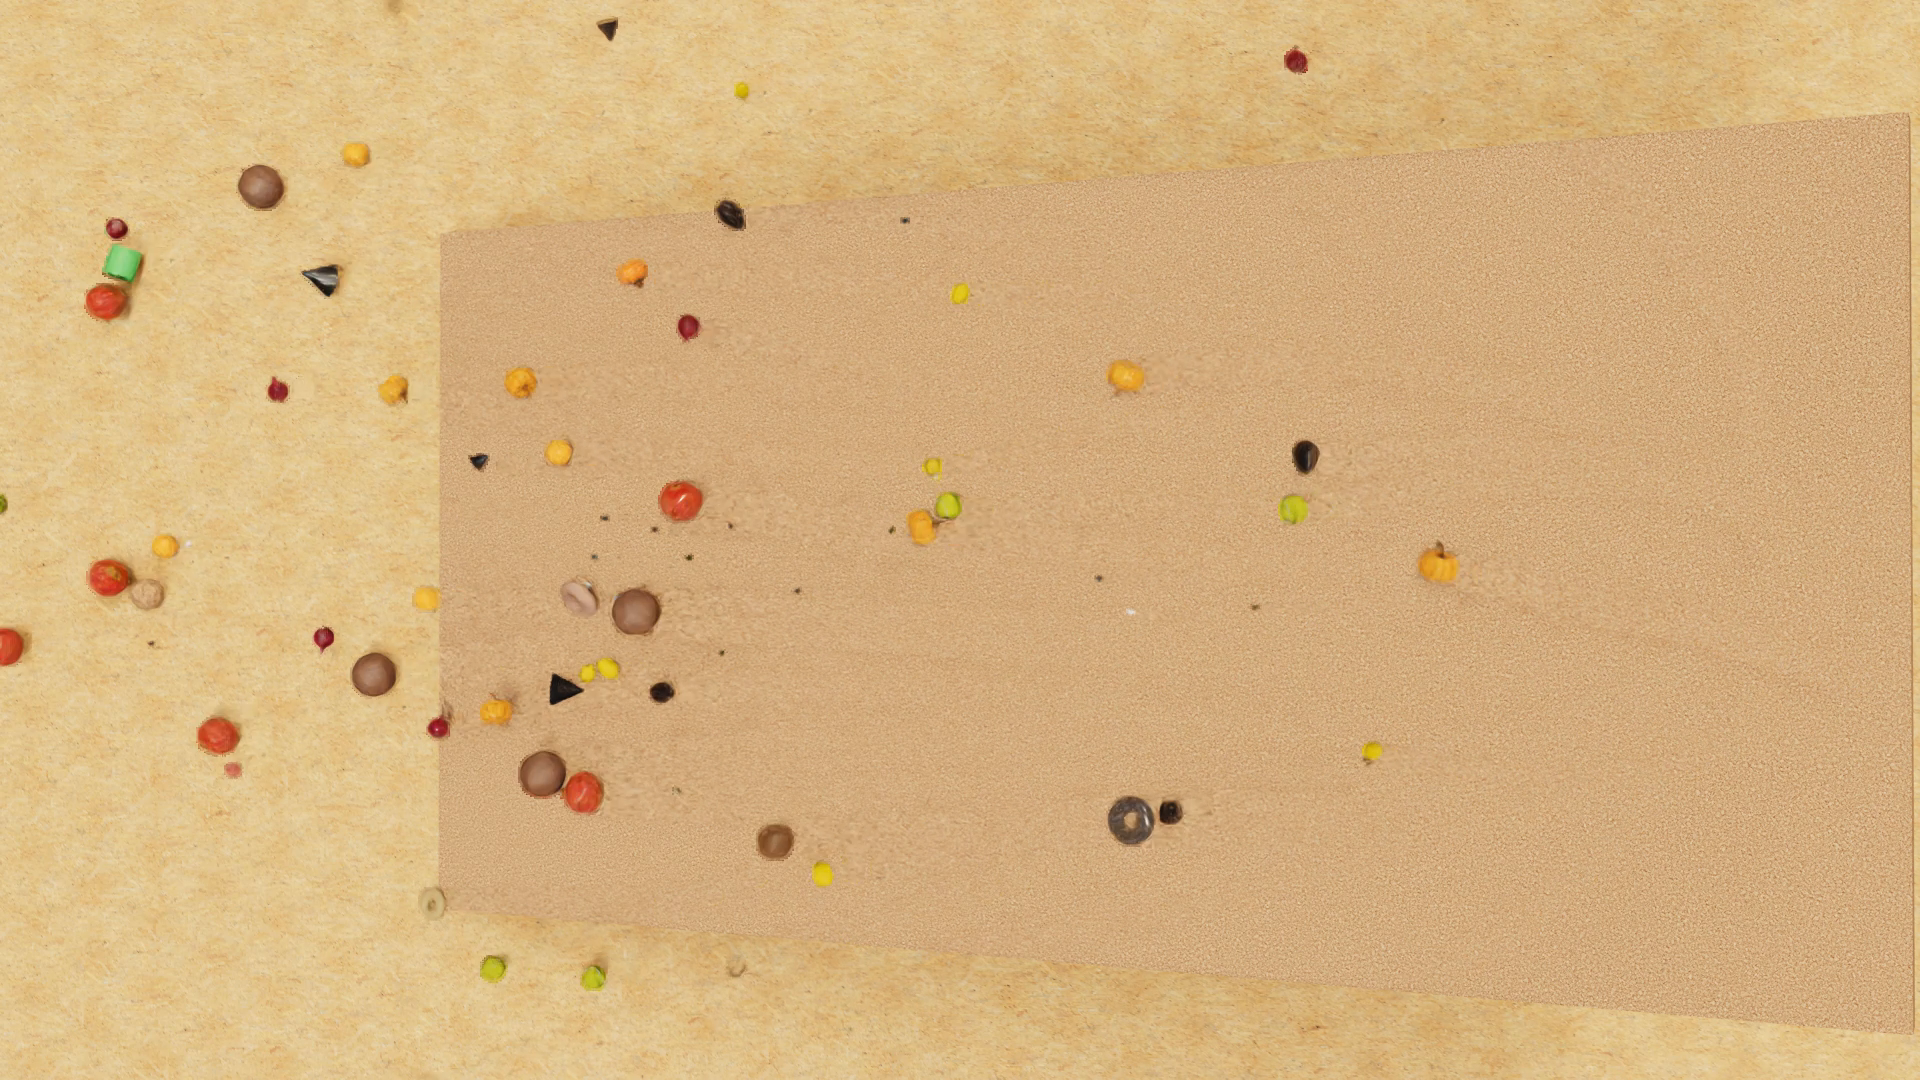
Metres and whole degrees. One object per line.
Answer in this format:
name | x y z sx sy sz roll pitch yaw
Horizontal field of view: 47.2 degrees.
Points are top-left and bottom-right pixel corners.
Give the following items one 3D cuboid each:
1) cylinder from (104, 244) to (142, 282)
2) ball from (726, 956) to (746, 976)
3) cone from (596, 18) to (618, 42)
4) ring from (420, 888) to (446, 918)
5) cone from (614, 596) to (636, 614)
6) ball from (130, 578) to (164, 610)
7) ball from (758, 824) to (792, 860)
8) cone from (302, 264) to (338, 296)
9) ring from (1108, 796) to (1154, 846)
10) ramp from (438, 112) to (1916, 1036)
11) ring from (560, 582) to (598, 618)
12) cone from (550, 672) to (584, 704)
cylinder | -2.494 -0.824 6.554 0.086 0.086 0.086 16 84 0
ball | -0.643 1.225 6.317 0.055 0.055 0.055 0 89 0
cone | -1.056 -1.525 6.600 0.066 0.066 0.066 -3 121 0
ring | -1.554 1.071 6.486 0.090 0.030 0.090 0 91 26
cone | -0.939 0.177 6.200 0.054 0.054 0.054 -18 89 -2
ball | -2.420 0.161 6.545 0.094 0.094 0.094 0 89 0
ball | -0.500 0.815 5.941 0.096 0.096 0.096 0 89 0
cone | -1.915 -0.785 6.536 0.098 0.098 0.098 14 89 -37
ring | 0.430 0.705 5.521 0.124 0.041 0.124 -1 88 27
ramp | 0.281 0.081 5.679 4.000 0.100 2.000 0 89 26
ring | -1.079 0.168 6.224 0.122 0.122 0.041 42 57 0
cone | -1.115 0.427 6.273 0.093 0.093 0.093 5 89 3
